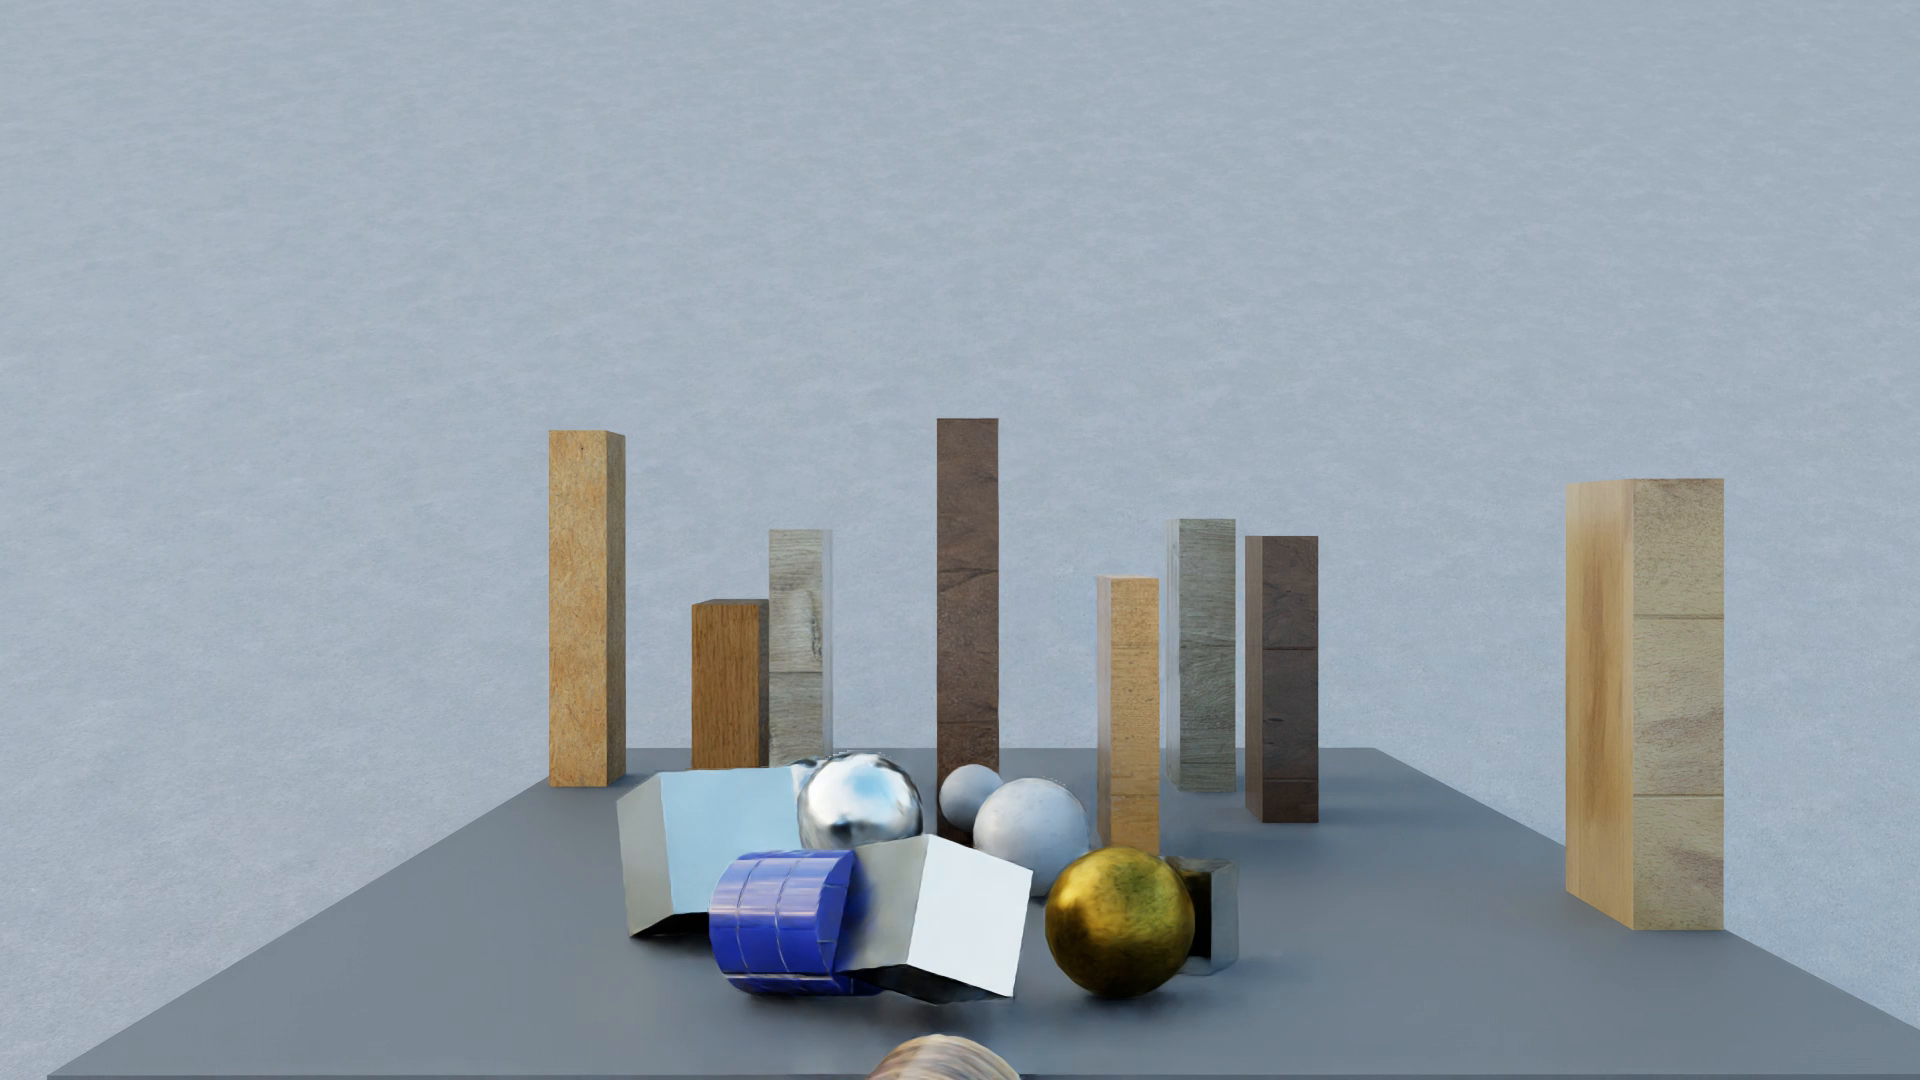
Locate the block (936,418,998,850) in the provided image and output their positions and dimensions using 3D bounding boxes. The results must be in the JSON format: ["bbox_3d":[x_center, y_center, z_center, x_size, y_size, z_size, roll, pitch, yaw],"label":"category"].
[{"bbox_3d":[0.012,0.170,4.396,0.101,0.741,0.305,0,0,0],"label":"block"}]

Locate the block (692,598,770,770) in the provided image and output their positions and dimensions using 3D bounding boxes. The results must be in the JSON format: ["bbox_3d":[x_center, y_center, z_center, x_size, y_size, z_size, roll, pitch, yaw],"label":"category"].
[{"bbox_3d":[-0.456,0.332,5.247,0.130,0.413,0.444,0,0,0],"label":"block"}]

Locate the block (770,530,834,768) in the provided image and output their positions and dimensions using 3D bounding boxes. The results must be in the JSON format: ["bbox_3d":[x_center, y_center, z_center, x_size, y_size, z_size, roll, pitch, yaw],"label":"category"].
[{"bbox_3d":[-0.274,0.261,4.499,0.089,0.559,0.371,0,0,0],"label":"block"}]

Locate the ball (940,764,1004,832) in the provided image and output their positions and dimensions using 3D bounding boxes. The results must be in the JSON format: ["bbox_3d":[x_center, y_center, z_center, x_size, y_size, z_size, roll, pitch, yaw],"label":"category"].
[{"bbox_3d":[0.022,0.419,4.189,0.111,0.111,0.111,0,29,0],"label":"ball"}]

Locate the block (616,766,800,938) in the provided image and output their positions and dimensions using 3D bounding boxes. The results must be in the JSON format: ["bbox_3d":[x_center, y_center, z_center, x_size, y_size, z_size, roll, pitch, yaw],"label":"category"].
[{"bbox_3d":[-0.341,0.425,3.524,0.189,0.189,0.189,0,-17,-26],"label":"block"}]

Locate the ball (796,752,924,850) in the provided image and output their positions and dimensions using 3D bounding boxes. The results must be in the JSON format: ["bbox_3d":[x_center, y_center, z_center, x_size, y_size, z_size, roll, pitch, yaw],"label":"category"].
[{"bbox_3d":[-0.158,0.435,4.057,0.203,0.203,0.203,0,29,0],"label":"ball"}]

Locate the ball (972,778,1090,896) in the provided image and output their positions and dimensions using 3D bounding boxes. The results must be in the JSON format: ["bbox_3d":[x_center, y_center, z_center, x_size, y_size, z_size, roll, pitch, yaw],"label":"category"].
[{"bbox_3d":[0.109,0.452,3.933,0.180,0.180,0.180,0,29,0],"label":"ball"}]

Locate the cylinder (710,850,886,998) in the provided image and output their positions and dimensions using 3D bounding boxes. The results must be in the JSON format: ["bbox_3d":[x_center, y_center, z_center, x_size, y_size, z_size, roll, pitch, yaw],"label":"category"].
[{"bbox_3d":[-0.176,0.453,3.059,0.170,0.170,0.170,-7,21,38],"label":"cylinder"}]

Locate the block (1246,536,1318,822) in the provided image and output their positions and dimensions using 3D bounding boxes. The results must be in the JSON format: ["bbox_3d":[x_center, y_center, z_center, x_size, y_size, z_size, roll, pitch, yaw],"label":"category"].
[{"bbox_3d":[0.629,0.265,5.074,0.107,0.547,0.294,0,0,0],"label":"block"}]

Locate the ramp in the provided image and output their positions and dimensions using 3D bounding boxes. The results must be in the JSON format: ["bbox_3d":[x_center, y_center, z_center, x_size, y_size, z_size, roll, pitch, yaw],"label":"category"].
[{"bbox_3d":[0.066,0.590,4.642,2.000,0.100,4.000,0,0,0],"label":"ramp"}]

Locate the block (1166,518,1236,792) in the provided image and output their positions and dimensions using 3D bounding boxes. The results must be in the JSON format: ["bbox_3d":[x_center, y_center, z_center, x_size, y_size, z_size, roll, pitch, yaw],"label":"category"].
[{"bbox_3d":[0.529,0.245,5.708,0.119,0.582,0.380,0,0,0],"label":"block"}]

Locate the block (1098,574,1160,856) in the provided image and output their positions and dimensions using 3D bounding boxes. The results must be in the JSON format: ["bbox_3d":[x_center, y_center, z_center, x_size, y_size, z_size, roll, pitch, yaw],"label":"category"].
[{"bbox_3d":[0.296,0.303,4.581,0.083,0.475,0.407,0,0,0],"label":"block"}]

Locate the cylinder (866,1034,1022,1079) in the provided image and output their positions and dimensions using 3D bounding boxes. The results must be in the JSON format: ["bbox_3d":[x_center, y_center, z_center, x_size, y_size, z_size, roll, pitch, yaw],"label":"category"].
[{"bbox_3d":[-0.038,0.607,2.519,0.186,0.186,0.186,10,17,17],"label":"cylinder"}]

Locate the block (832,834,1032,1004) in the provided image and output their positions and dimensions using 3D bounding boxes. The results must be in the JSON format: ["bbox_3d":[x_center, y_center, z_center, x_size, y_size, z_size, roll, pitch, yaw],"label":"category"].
[{"bbox_3d":[-0.031,0.436,2.959,0.148,0.148,0.148,23,-24,-31],"label":"block"}]

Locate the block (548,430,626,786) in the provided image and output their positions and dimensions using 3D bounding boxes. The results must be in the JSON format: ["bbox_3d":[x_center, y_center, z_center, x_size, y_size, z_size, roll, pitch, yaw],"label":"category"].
[{"bbox_3d":[-0.832,0.149,5.794,0.125,0.776,0.327,0,0,0],"label":"block"}]

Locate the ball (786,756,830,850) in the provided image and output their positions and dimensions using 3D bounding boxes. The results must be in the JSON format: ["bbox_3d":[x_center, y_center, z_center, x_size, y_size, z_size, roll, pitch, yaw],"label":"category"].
[{"bbox_3d":[-0.238,0.441,4.227,0.173,0.173,0.173,0,29,0],"label":"ball"}]

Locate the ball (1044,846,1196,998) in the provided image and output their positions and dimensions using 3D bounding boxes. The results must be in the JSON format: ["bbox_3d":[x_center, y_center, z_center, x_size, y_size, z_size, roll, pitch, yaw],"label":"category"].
[{"bbox_3d":[0.190,0.455,3.083,0.180,0.180,0.180,0,29,0],"label":"ball"}]

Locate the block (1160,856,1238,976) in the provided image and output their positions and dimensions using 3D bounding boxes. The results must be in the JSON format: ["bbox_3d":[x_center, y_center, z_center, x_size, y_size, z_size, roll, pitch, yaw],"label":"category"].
[{"bbox_3d":[0.276,0.479,3.308,0.130,0.130,0.130,0,0,21],"label":"block"}]

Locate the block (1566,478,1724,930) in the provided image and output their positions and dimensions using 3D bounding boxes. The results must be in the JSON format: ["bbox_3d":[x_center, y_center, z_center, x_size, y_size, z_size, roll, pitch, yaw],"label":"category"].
[{"bbox_3d":[0.999,0.228,3.796,0.126,0.628,0.400,0,0,0],"label":"block"}]
